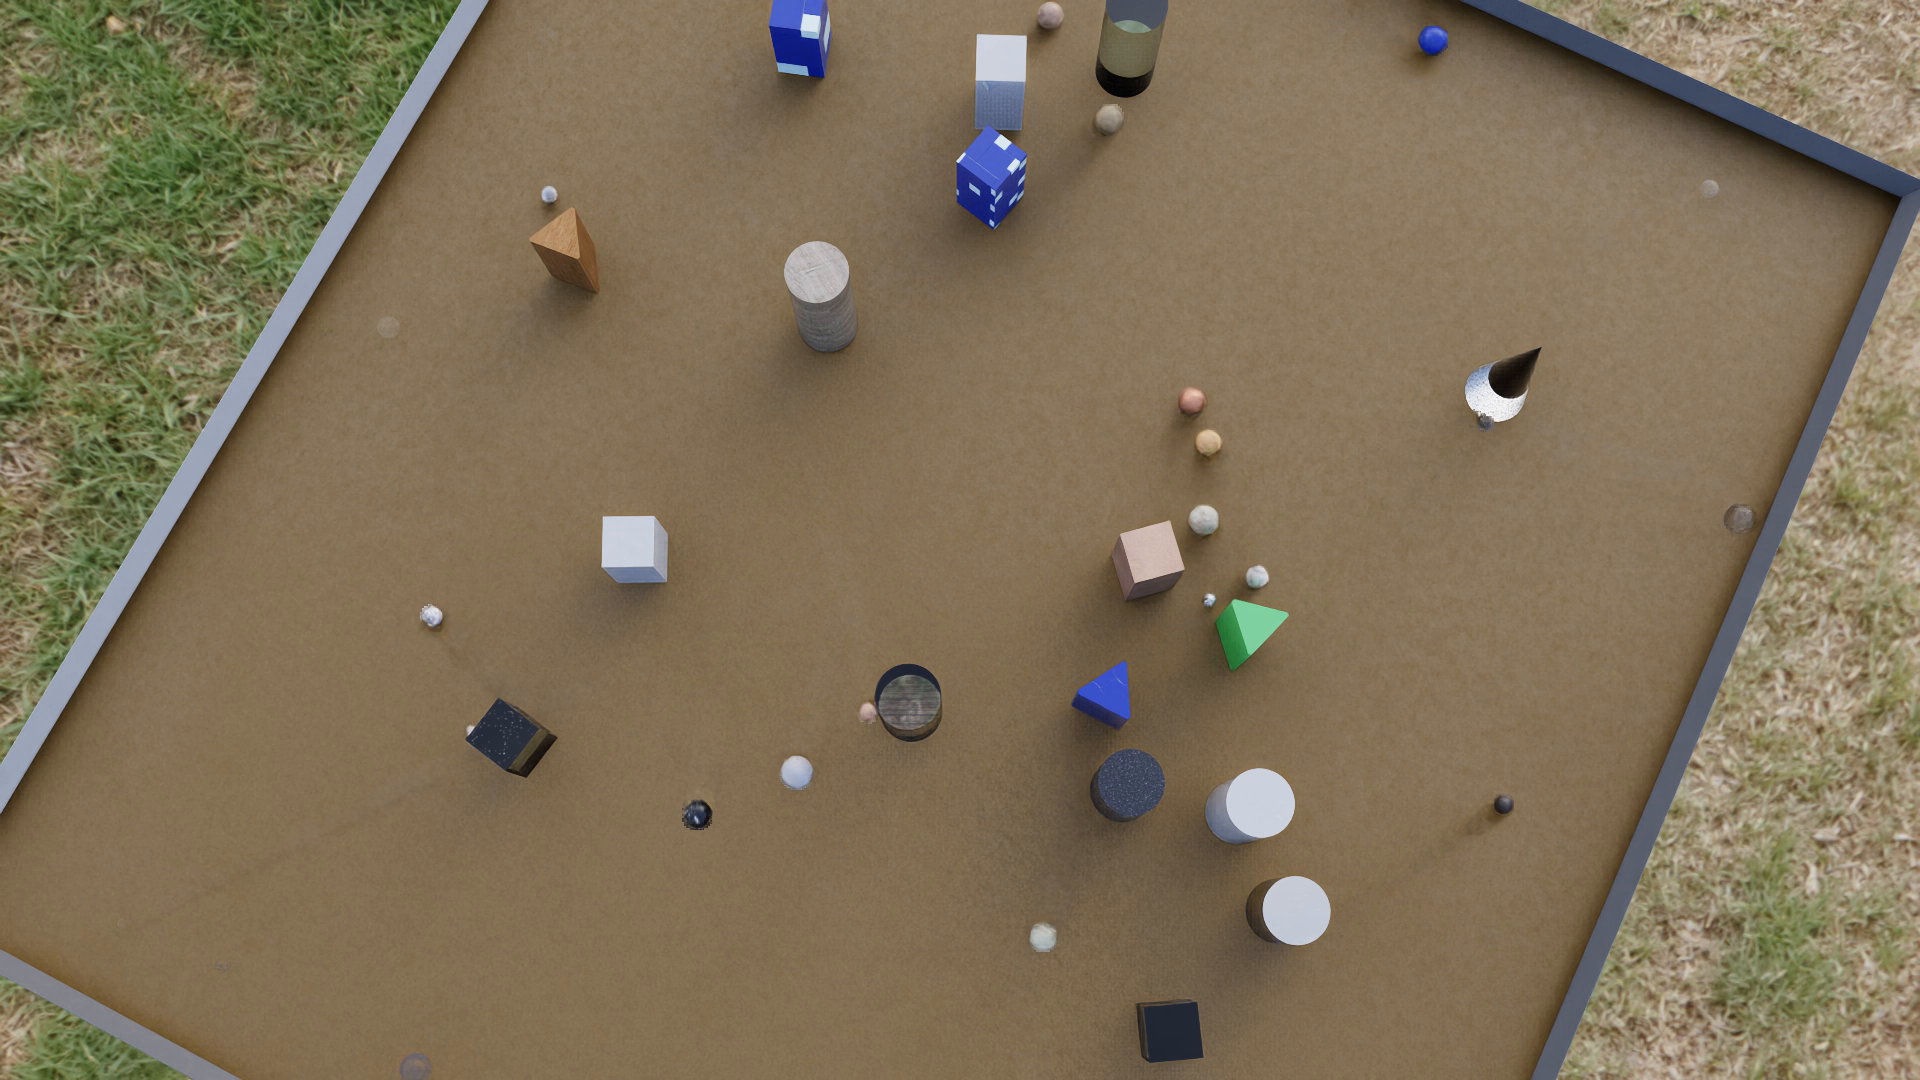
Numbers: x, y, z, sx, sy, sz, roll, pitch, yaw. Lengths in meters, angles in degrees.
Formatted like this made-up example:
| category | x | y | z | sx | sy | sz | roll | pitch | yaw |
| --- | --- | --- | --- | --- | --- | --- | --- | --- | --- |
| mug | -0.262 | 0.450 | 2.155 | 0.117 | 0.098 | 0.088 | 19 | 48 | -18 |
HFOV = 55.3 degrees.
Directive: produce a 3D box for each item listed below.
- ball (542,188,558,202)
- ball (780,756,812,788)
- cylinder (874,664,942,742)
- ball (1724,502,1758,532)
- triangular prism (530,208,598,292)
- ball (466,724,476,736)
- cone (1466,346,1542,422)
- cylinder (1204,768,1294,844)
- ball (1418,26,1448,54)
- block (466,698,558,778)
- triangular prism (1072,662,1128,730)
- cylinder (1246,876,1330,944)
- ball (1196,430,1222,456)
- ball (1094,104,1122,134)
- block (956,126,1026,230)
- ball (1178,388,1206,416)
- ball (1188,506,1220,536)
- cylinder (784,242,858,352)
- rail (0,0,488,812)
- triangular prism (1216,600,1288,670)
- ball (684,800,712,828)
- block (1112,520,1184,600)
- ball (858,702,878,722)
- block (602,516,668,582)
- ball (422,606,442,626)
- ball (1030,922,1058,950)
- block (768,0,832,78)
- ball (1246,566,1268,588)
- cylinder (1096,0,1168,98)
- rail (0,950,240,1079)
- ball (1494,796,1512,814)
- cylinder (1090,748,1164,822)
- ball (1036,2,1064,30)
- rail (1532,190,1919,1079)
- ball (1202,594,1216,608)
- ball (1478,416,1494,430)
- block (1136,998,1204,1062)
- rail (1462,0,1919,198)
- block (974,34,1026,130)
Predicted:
| category | x | y | z | sx | sy | sz | roll | pitch | yaw |
| --- | --- | --- | --- | --- | --- | --- | --- | --- | --- |
| ball | -1.303 | -1.095 | 5.818 | 0.049 | 0.049 | 0.049 | 0 | 78 | 0 |
| ball | -0.484 | 0.687 | 5.426 | 0.094 | 0.094 | 0.094 | 0 | 78 | 0 |
| cylinder | -0.146 | 0.477 | 5.337 | 0.188 | 0.354 | 0.188 | 0 | 78 | 0 |
| ball | 2.379 | -0.067 | 5.584 | 0.091 | 0.091 | 0.091 | 0 | 78 | 0 |
| triangular prism | -1.190 | -0.905 | 5.649 | 0.163 | 0.303 | 0.141 | 21 | 79 | 4 |
| ball | -1.455 | 0.570 | 5.476 | 0.044 | 0.044 | 0.044 | 0 | 78 | 0 |
| cone | 1.669 | -0.508 | 5.484 | 0.188 | 0.466 | 0.188 | 0 | 78 | 0 |
| cylinder | 0.822 | 0.764 | 5.233 | 0.188 | 0.442 | 0.188 | 0 | 78 | 0 |
| ball | 1.524 | -1.612 | 5.904 | 0.090 | 0.090 | 0.090 | 0 | 78 | 0 |
| block | -1.310 | 0.582 | 5.367 | 0.150 | 0.252 | 0.150 | 36 | 81 | 7 |
| triangular prism | 0.439 | 0.439 | 5.367 | 0.163 | 0.310 | 0.141 | 27 | 80 | 5 |
| cylinder | 0.934 | 1.060 | 5.238 | 0.188 | 0.312 | 0.188 | 0 | 78 | 0 |
| ball | 0.765 | -0.298 | 5.638 | 0.079 | 0.079 | 0.079 | 0 | 78 | 0 |
| ball | 0.474 | -1.342 | 5.848 | 0.090 | 0.090 | 0.090 | 0 | 78 | 0 |
| block | 0.096 | -1.120 | 5.683 | 0.150 | 0.324 | 0.150 | 38 | 81 | 7 |
| ball | 0.716 | -0.427 | 5.661 | 0.086 | 0.086 | 0.086 | 0 | 78 | 0 |
| ball | 0.743 | -0.060 | 5.582 | 0.091 | 0.091 | 0.091 | 0 | 78 | 0 |
| cylinder | -0.414 | -0.727 | 5.528 | 0.188 | 0.469 | 0.188 | 0 | 78 | 0 |
| rail | -1.952 | -0.949 | 5.749 | 0.045 | 0.122 | 4.732 | 26 | 80 | 5 |
| triangular prism | 0.828 | 0.255 | 5.387 | 0.141 | 0.347 | 0.163 | 44 | 82 | 8 |
| ball | -0.774 | 0.808 | 5.407 | 0.082 | 0.082 | 0.082 | 0 | 78 | 0 |
| block | 0.556 | 0.065 | 5.447 | 0.150 | 0.306 | 0.150 | -15 | 79 | -3 |
| ball | -0.275 | 0.515 | 5.481 | 0.056 | 0.056 | 0.056 | 0 | 78 | 0 |
| block | -0.970 | 0.030 | 5.480 | 0.150 | 0.255 | 0.150 | -1 | 78 | 0 |
| ball | -1.594 | 0.230 | 5.539 | 0.058 | 0.058 | 0.058 | 0 | 78 | 0 |
| ball | 0.243 | 1.154 | 5.337 | 0.080 | 0.080 | 0.080 | 0 | 78 | 0 |
| block | -0.502 | -1.609 | 5.790 | 0.150 | 0.312 | 0.150 | 8 | 78 | 2 |
| ball | 0.900 | 0.113 | 5.558 | 0.068 | 0.068 | 0.068 | 0 | 78 | 0 |
| cylinder | 0.532 | -1.564 | 5.716 | 0.188 | 0.438 | 0.188 | 0 | 78 | 0 |
| rail | -1.048 | 2.058 | 5.127 | 4.411 | 0.122 | 0.045 | 26 | 80 | 5 |
| ball | 1.607 | 0.785 | 5.426 | 0.055 | 0.055 | 0.055 | 0 | 78 | 0 |
| cylinder | 0.481 | 0.713 | 5.303 | 0.188 | 0.325 | 0.188 | 0 | 78 | 0 |
| ball | 0.291 | -1.695 | 5.923 | 0.086 | 0.086 | 0.086 | 0 | 78 | 0 |
| rail | 1.952 | 0.962 | 5.354 | 0.045 | 0.122 | 4.732 | 26 | 80 | 5 |
| ball | 0.755 | 0.184 | 5.557 | 0.043 | 0.043 | 0.043 | 0 | 78 | 0 |
| ball | 1.627 | -0.362 | 5.668 | 0.042 | 0.042 | 0.042 | 0 | 78 | 0 |
| block | 0.593 | 1.392 | 5.208 | 0.150 | 0.236 | 0.150 | -5 | 78 | -1 |
| rail | 1.048 | -2.045 | 5.976 | 4.411 | 0.122 | 0.045 | 26 | 80 | 5 |
| block | 0.125 | -1.427 | 5.733 | 0.150 | 0.350 | 0.150 | 2 | 78 | 0 |
